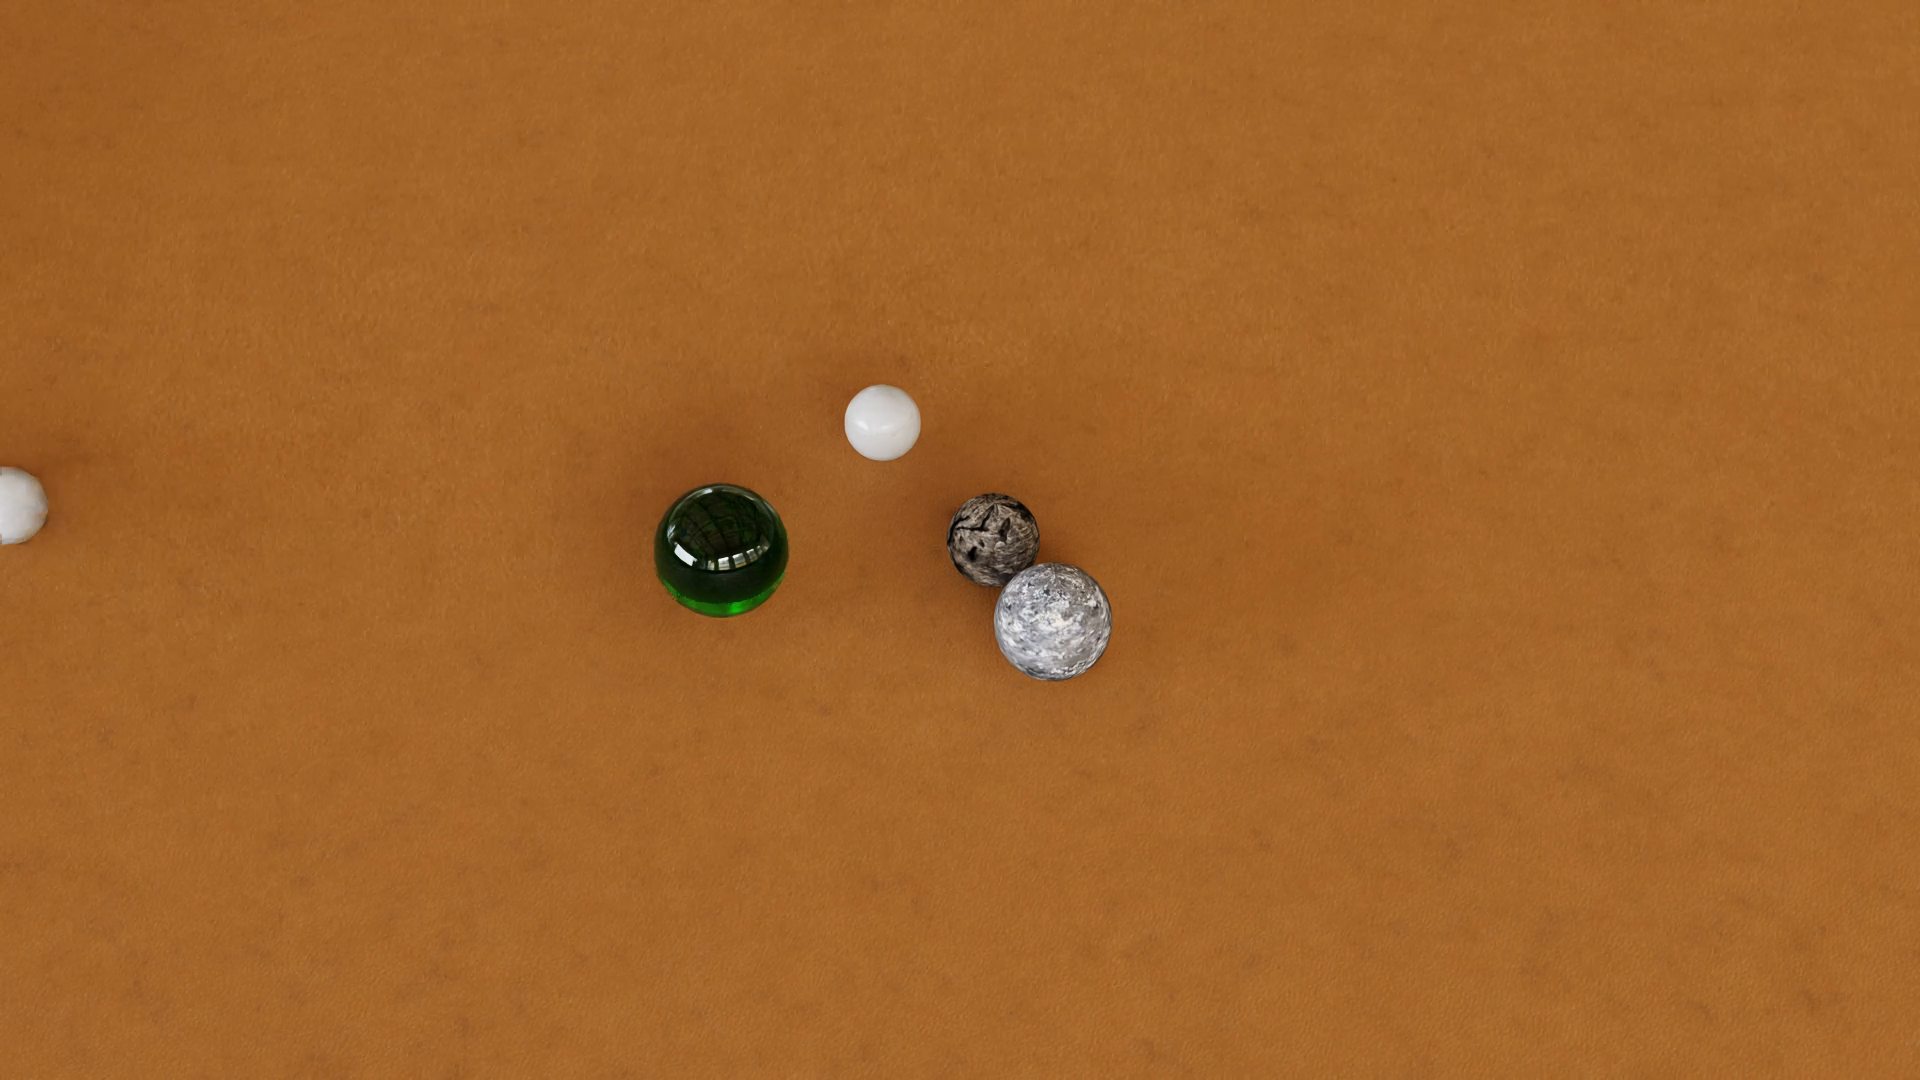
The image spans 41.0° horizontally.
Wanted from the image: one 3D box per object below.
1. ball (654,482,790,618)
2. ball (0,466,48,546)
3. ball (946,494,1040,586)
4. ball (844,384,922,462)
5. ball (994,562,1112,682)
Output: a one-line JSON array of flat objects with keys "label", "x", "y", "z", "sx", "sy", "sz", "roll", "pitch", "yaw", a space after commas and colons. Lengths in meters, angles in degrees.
[{"label": "ball", "x": -0.147, "y": 0.006, "z": 1.577, "sx": 0.083, "sy": 0.083, "sz": 0.083, "roll": 0, "pitch": 36, "yaw": 0}, {"label": "ball", "x": -0.611, "y": -0.022, "z": 1.643, "sx": 0.051, "sy": 0.051, "sz": 0.051, "roll": 0, "pitch": 36, "yaw": 0}, {"label": "ball", "x": 0.021, "y": 0.000, "z": 1.606, "sx": 0.059, "sy": 0.059, "sz": 0.059, "roll": 0, "pitch": 36, "yaw": 0}, {"label": "ball", "x": -0.052, "y": -0.079, "z": 1.719, "sx": 0.052, "sy": 0.052, "sz": 0.052, "roll": 0, "pitch": 36, "yaw": 0}, {"label": "ball", "x": 0.056, "y": 0.049, "z": 1.530, "sx": 0.071, "sy": 0.071, "sz": 0.071, "roll": 0, "pitch": 36, "yaw": 0}]
